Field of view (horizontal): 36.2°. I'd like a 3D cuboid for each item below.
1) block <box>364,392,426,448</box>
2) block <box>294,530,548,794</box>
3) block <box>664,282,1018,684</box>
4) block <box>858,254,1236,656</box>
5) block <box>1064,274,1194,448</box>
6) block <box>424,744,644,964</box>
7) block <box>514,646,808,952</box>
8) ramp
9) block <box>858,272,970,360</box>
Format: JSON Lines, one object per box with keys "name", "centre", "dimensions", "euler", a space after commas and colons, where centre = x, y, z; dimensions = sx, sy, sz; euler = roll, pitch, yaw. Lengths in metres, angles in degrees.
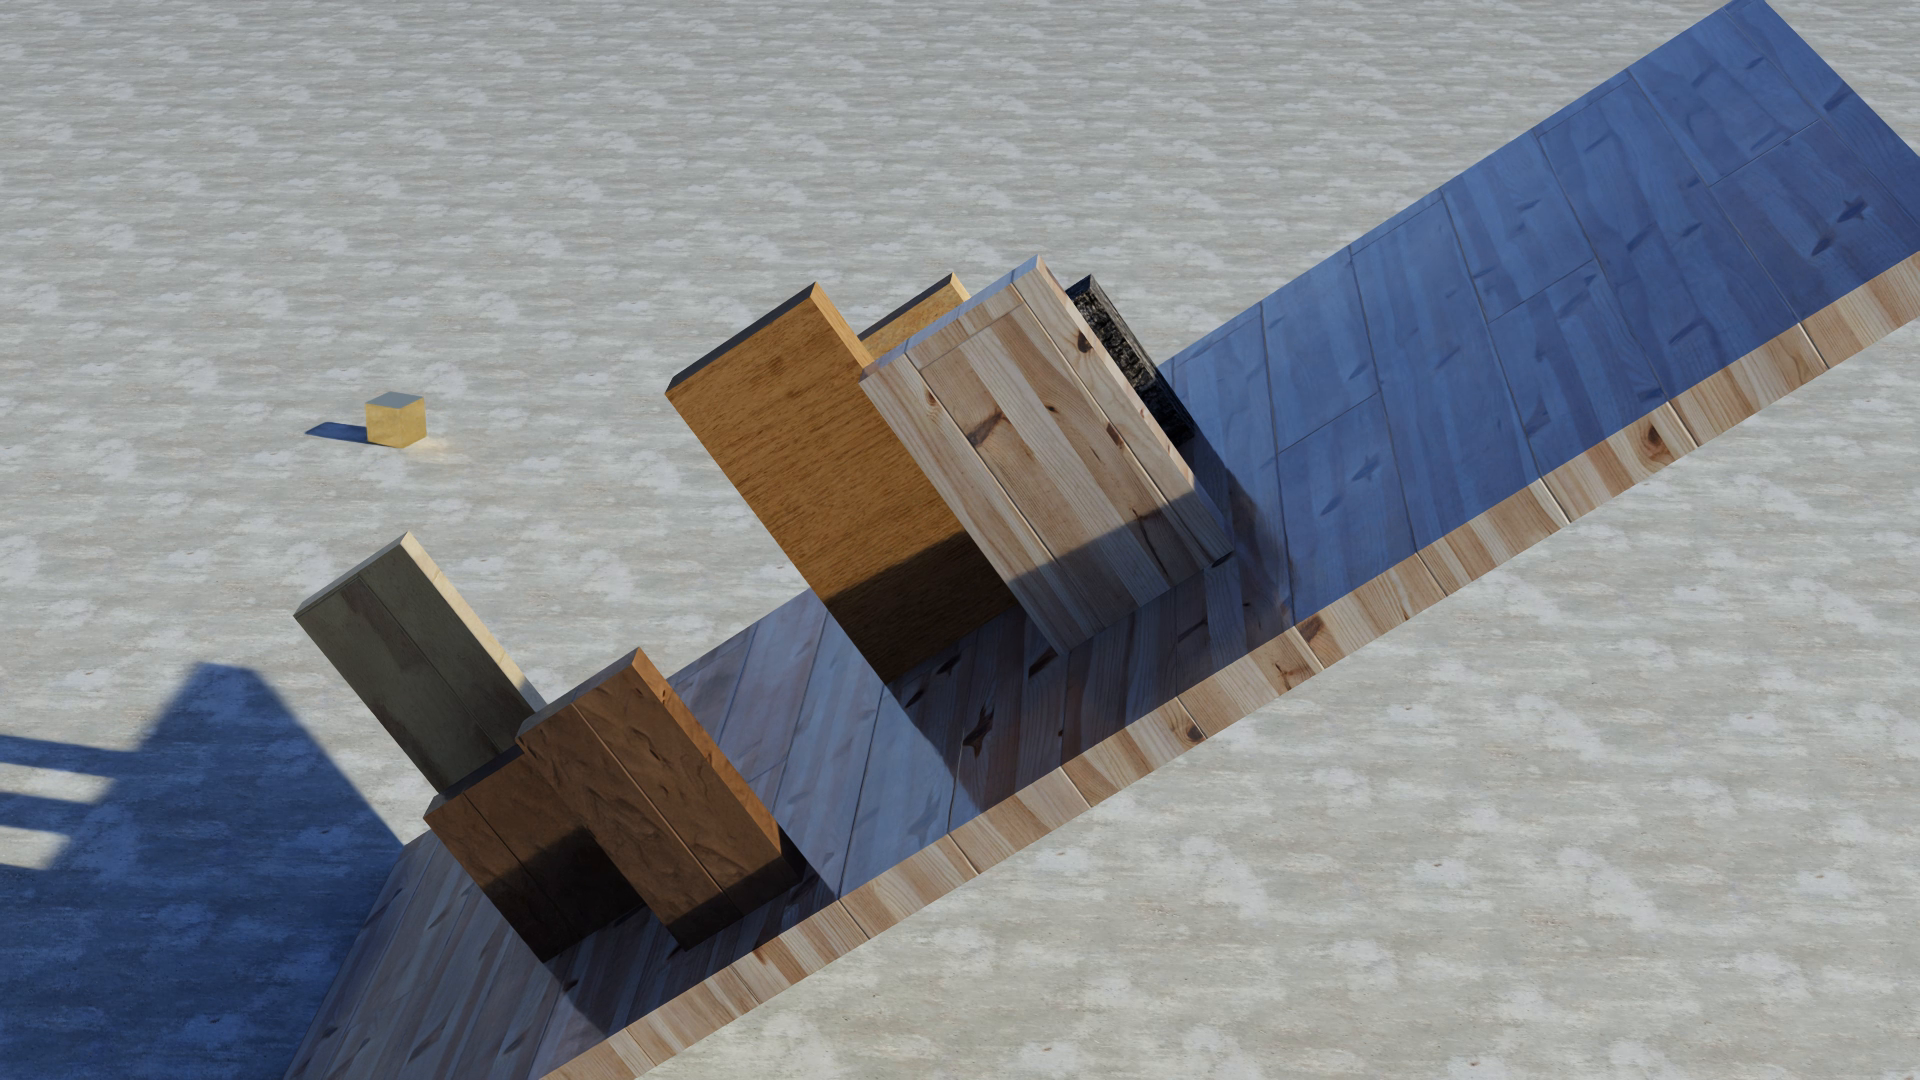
{"name": "block", "centre": [-2.102, -0.448, 10.963], "dimensions": [0.156, 0.156, 0.156], "euler": [10, 23, 24]}
{"name": "block", "centre": [-1.206, 0.376, 6.981], "dimensions": [0.328, 0.768, 0.084], "euler": [-32, 16, 15]}
{"name": "block", "centre": [-0.231, -0.114, 6.246], "dimensions": [0.378, 0.797, 0.115], "euler": [-32, 16, 15]}
{"name": "block", "centre": [0.173, -0.158, 5.715], "dimensions": [0.414, 0.683, 0.094], "euler": [-32, 16, 15]}
{"name": "block", "centre": [0.277, -0.328, 6.510], "dimensions": [0.306, 0.409, 0.115], "euler": [-32, 16, 15]}
{"name": "block", "centre": [-0.853, 0.628, 6.149], "dimensions": [0.344, 0.409, 0.100], "euler": [-32, 16, 15]}
{"name": "block", "centre": [-0.571, 0.502, 5.651], "dimensions": [0.283, 0.544, 0.086], "euler": [-32, 16, 15]}
{"name": "ramp", "centre": [0.136, 0.174, 6.305], "dimensions": [4.000, 0.100, 2.000], "euler": [-32, 16, 15]}
{"name": "block", "centre": [-0.002, -0.343, 6.997], "dimensions": [0.306, 0.498, 0.091], "euler": [-32, 16, 15]}
